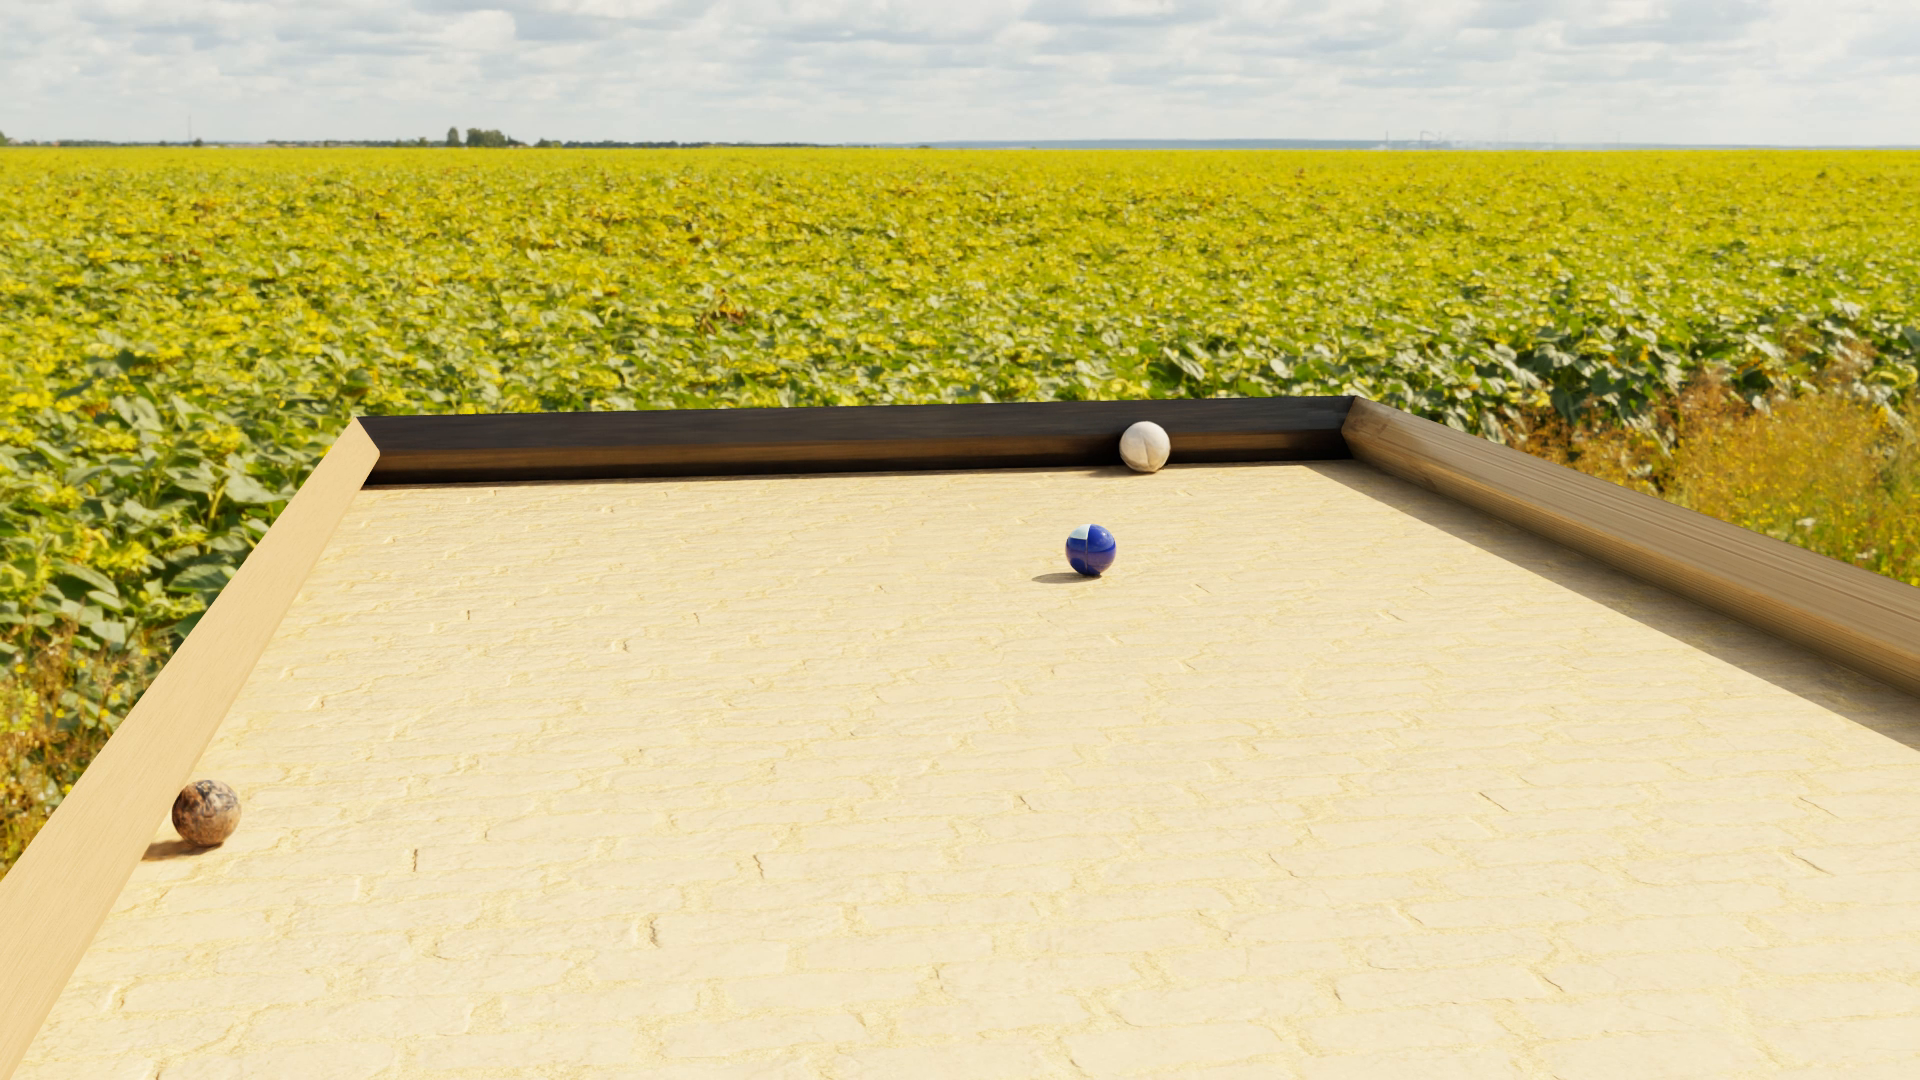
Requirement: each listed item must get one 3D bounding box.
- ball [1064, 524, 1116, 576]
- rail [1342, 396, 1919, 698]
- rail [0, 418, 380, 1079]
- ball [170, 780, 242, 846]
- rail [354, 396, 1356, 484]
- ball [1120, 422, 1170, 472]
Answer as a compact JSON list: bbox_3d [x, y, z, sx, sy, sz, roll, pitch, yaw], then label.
[{"bbox_3d":[0.187,0.014,3.148,0.075,0.075,0.075,0,11,0],"label":"ball"},{"bbox_3d":[1.060,0.121,2.439,0.045,0.123,3.736,-2,11,-10],"label":"rail"},{"bbox_3d":[-0.743,0.178,2.134,0.045,0.123,3.736,-2,11,-10],"label":"rail"},{"bbox_3d":[-0.673,0.243,1.964,0.060,0.060,0.060,0,11,0],"label":"ball"},{"bbox_3d":[-0.155,-0.185,4.073,1.876,0.123,0.045,-2,11,-10],"label":"rail"},{"bbox_3d":[0.344,-0.173,4.092,0.094,0.094,0.094,0,11,0],"label":"ball"}]
